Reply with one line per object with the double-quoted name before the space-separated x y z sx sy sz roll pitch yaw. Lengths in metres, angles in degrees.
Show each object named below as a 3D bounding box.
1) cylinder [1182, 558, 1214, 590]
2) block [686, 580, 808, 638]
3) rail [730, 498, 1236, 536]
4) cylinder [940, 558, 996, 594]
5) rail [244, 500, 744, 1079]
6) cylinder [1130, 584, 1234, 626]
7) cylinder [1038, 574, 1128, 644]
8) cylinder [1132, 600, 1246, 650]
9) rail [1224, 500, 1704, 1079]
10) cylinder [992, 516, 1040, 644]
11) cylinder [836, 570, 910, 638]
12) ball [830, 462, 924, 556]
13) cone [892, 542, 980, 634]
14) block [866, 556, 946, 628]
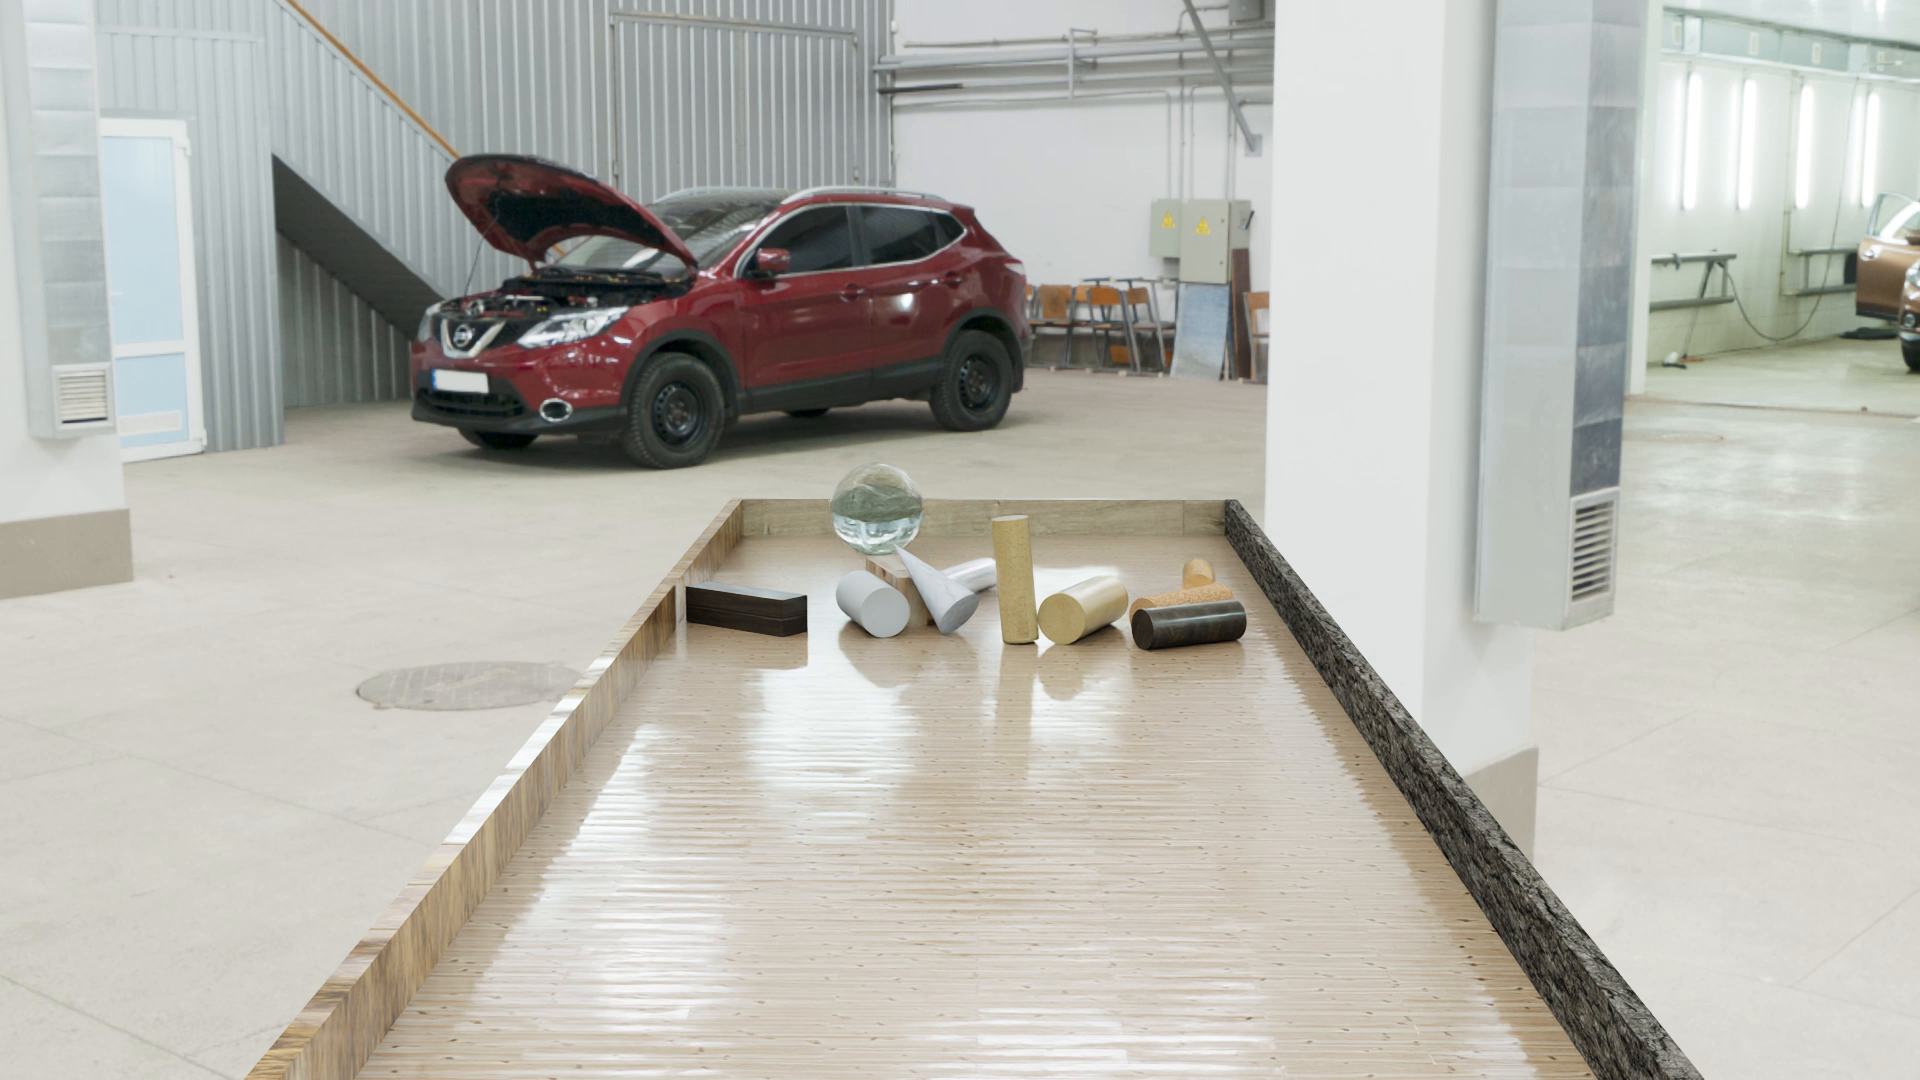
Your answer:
"cylinder" 0.836 0.147 7.721 0.113 0.113 0.322 1 9 6
"block" -0.701 0.225 7.206 0.428 0.121 0.121 7 11 36
"rail" 0.099 -0.098 9.147 2.100 0.150 0.050 0 9 1
"cylinder" 0.001 0.144 7.731 0.114 0.114 0.381 5 10 29
"rail" -1.004 0.839 3.234 0.050 0.150 12.000 0 9 1
"cylinder" 0.725 0.228 7.155 0.381 0.130 0.130 -9 13 -44
"cylinder" 0.400 0.221 7.093 0.163 0.163 0.385 4 10 25
"cylinder" 0.722 0.265 6.928 0.350 0.128 0.128 -5 10 -28
"rail" 1.046 0.843 3.208 0.050 0.150 12.000 0 9 1
"cylinder" 0.175 0.124 6.949 0.118 0.391 0.118 -5 8 1
"cylinder" -0.287 0.206 7.184 0.162 0.162 0.341 -3 9 -17
"ball" -0.323 -0.120 8.601 0.366 0.366 0.366 0 9 0
"cone" -0.112 0.122 7.148 0.167 0.167 0.353 -11 49 -49
"block" -0.184 0.170 7.408 0.166 0.166 0.424 -3 9 -17
